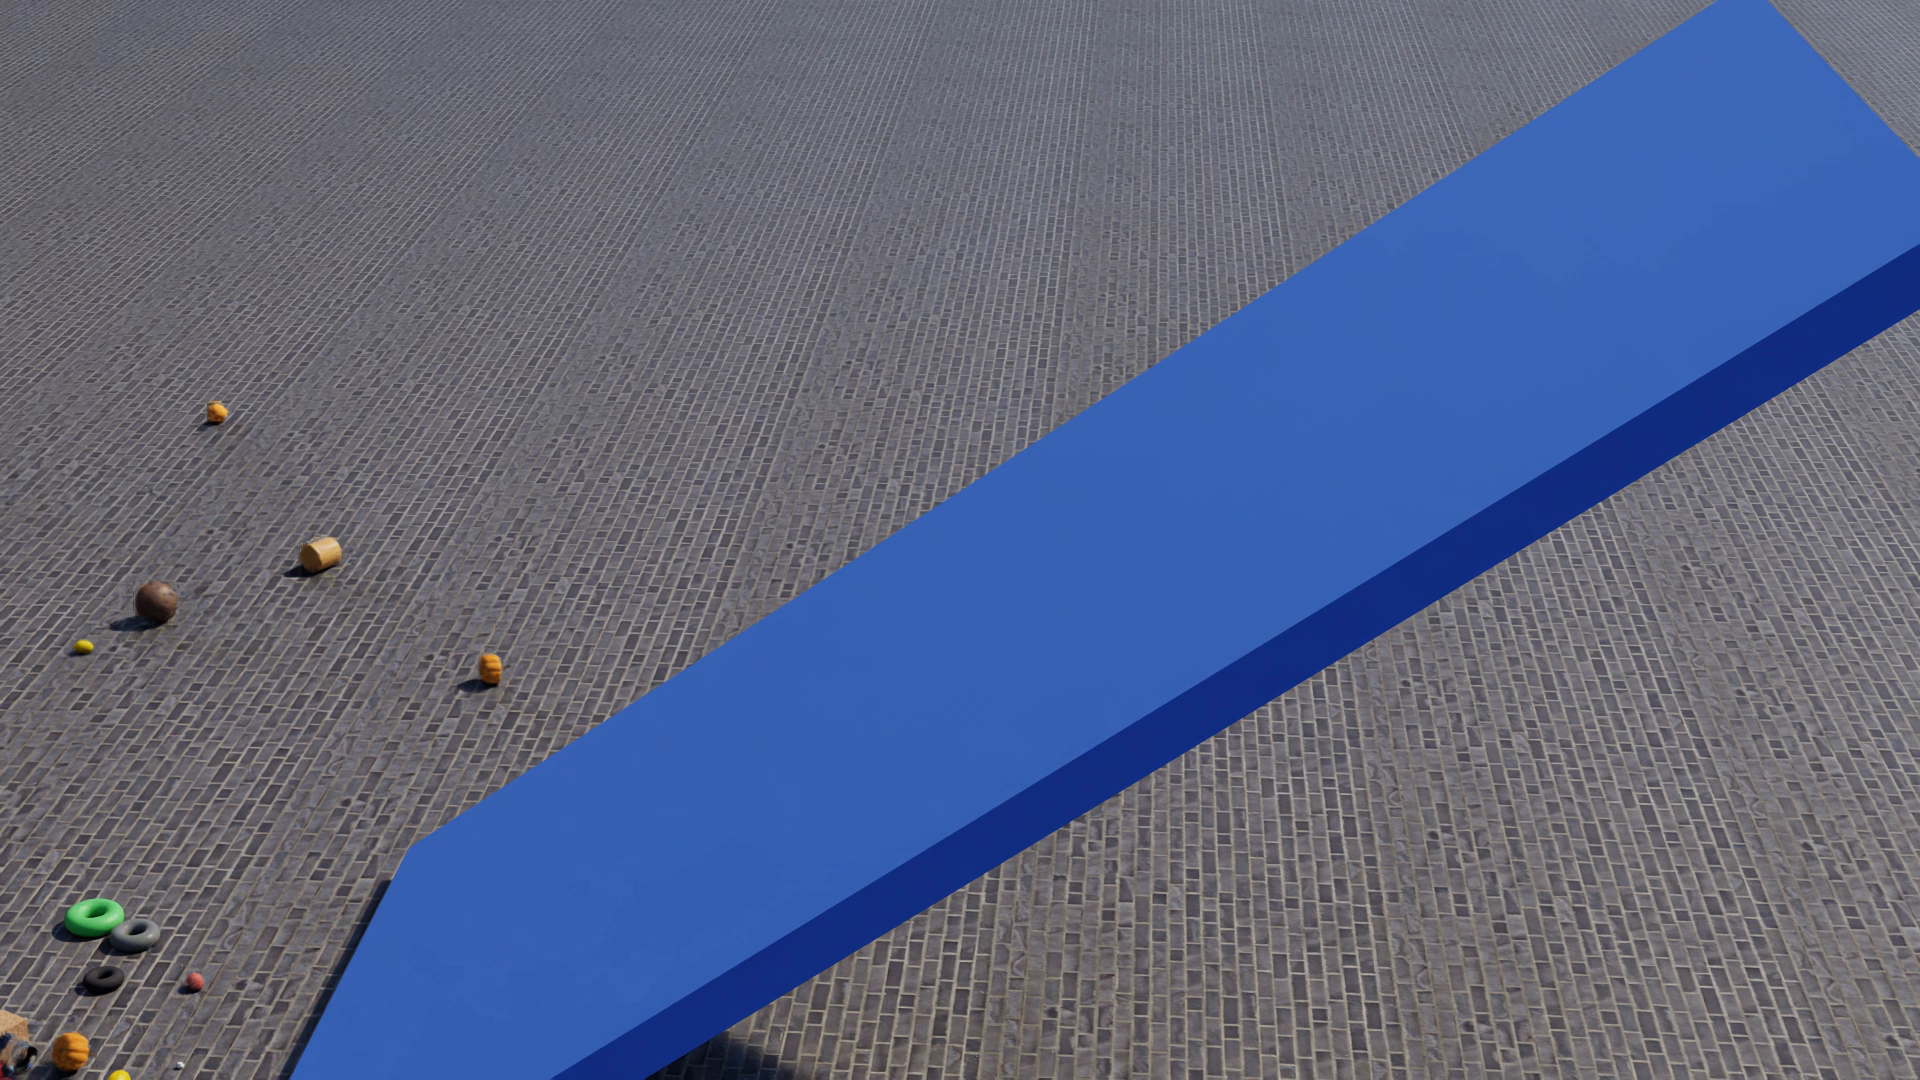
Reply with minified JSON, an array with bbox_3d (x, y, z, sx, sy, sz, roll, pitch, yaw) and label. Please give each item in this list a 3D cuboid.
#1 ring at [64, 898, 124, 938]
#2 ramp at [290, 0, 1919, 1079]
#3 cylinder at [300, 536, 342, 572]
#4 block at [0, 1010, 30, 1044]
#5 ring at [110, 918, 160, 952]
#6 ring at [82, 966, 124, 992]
[{"bbox_3d":[-2.212,0.966,7.516,0.149,0.050,0.149,1,23,0],"label":"ring"},{"bbox_3d":[0.134,0.175,6.309,4.000,0.100,2.000,-33,16,15],"label":"ramp"},{"bbox_3d":[-2.123,0.048,9.771,0.095,0.095,0.095,14,25,31],"label":"cylinder"},{"bbox_3d":[-2.259,1.173,6.948,0.080,0.080,0.080,13,25,30],"label":"block"},{"bbox_3d":[-2.087,1.000,7.440,0.126,0.042,0.126,1,23,0],"label":"ring"},{"bbox_3d":[-2.109,1.082,7.245,0.100,0.033,0.100,-1,21,0],"label":"ring"}]
